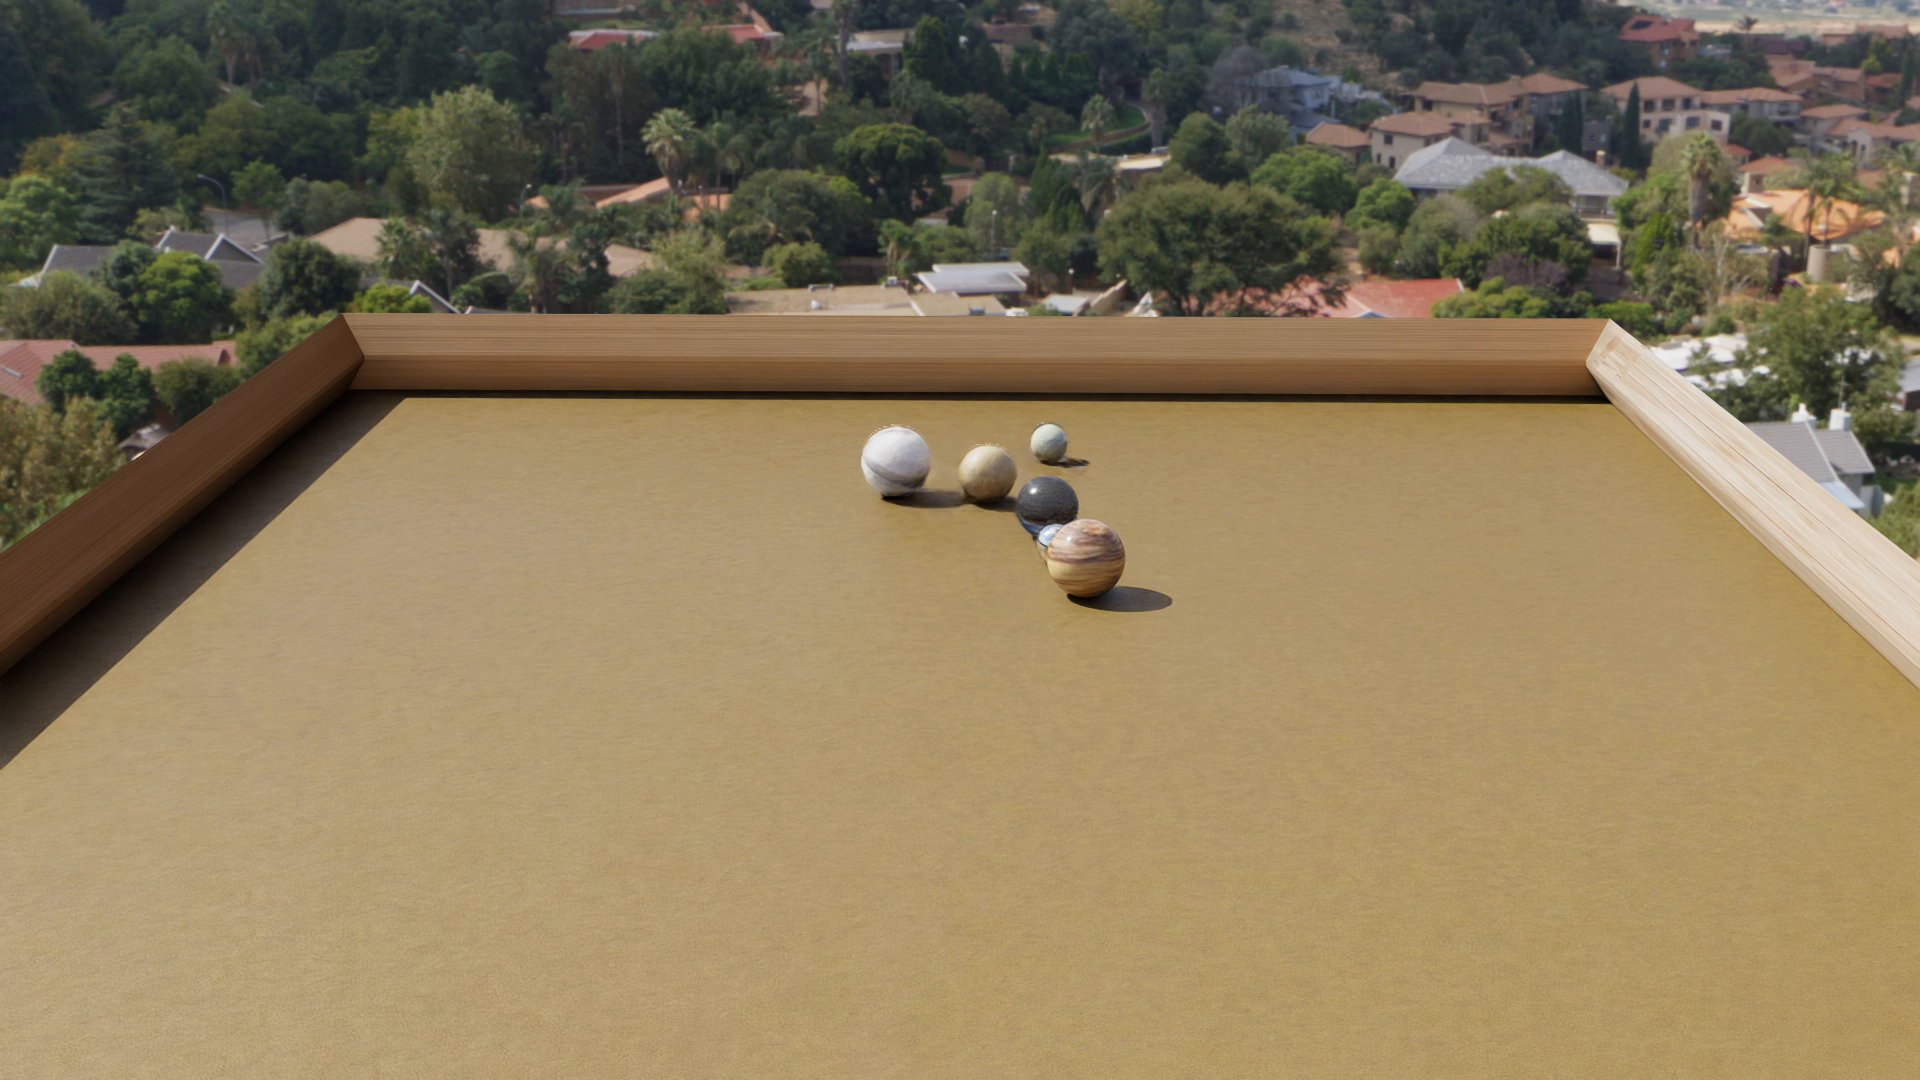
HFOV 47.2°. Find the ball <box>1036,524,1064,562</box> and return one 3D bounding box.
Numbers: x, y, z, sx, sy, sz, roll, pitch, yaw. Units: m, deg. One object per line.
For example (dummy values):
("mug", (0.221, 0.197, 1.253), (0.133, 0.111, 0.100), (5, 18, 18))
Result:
("ball", (0.118, 0.005, 2.701), (0.051, 0.051, 0.051), (0, 18, 0))

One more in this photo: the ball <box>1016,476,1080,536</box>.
("ball", (0.111, -0.041, 2.798), (0.081, 0.081, 0.081), (0, 18, 0))

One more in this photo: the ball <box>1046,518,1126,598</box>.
("ball", (0.148, 0.021, 2.580), (0.093, 0.093, 0.093), (0, 18, 0))

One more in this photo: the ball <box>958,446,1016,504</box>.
("ball", (0.037, -0.088, 2.950), (0.078, 0.078, 0.078), (0, 18, 0))

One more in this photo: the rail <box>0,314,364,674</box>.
("rail", (-1.012, 0.245, 1.821), (0.045, 0.123, 3.645), (0, 18, 1))

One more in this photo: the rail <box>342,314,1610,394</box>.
("rail", (0.019, -0.292, 3.516), (2.033, 0.123, 0.045), (0, 18, 1))

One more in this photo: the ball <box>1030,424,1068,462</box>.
("ball", (0.128, -0.139, 3.150), (0.054, 0.054, 0.054), (0, 18, 0))

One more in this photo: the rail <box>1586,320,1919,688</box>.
("rail", (0.973, 0.258, 1.781), (0.045, 0.123, 3.645), (0, 18, 1))

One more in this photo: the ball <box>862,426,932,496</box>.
("ball", (-0.086, -0.106, 2.977), (0.095, 0.095, 0.095), (0, 18, 0))
